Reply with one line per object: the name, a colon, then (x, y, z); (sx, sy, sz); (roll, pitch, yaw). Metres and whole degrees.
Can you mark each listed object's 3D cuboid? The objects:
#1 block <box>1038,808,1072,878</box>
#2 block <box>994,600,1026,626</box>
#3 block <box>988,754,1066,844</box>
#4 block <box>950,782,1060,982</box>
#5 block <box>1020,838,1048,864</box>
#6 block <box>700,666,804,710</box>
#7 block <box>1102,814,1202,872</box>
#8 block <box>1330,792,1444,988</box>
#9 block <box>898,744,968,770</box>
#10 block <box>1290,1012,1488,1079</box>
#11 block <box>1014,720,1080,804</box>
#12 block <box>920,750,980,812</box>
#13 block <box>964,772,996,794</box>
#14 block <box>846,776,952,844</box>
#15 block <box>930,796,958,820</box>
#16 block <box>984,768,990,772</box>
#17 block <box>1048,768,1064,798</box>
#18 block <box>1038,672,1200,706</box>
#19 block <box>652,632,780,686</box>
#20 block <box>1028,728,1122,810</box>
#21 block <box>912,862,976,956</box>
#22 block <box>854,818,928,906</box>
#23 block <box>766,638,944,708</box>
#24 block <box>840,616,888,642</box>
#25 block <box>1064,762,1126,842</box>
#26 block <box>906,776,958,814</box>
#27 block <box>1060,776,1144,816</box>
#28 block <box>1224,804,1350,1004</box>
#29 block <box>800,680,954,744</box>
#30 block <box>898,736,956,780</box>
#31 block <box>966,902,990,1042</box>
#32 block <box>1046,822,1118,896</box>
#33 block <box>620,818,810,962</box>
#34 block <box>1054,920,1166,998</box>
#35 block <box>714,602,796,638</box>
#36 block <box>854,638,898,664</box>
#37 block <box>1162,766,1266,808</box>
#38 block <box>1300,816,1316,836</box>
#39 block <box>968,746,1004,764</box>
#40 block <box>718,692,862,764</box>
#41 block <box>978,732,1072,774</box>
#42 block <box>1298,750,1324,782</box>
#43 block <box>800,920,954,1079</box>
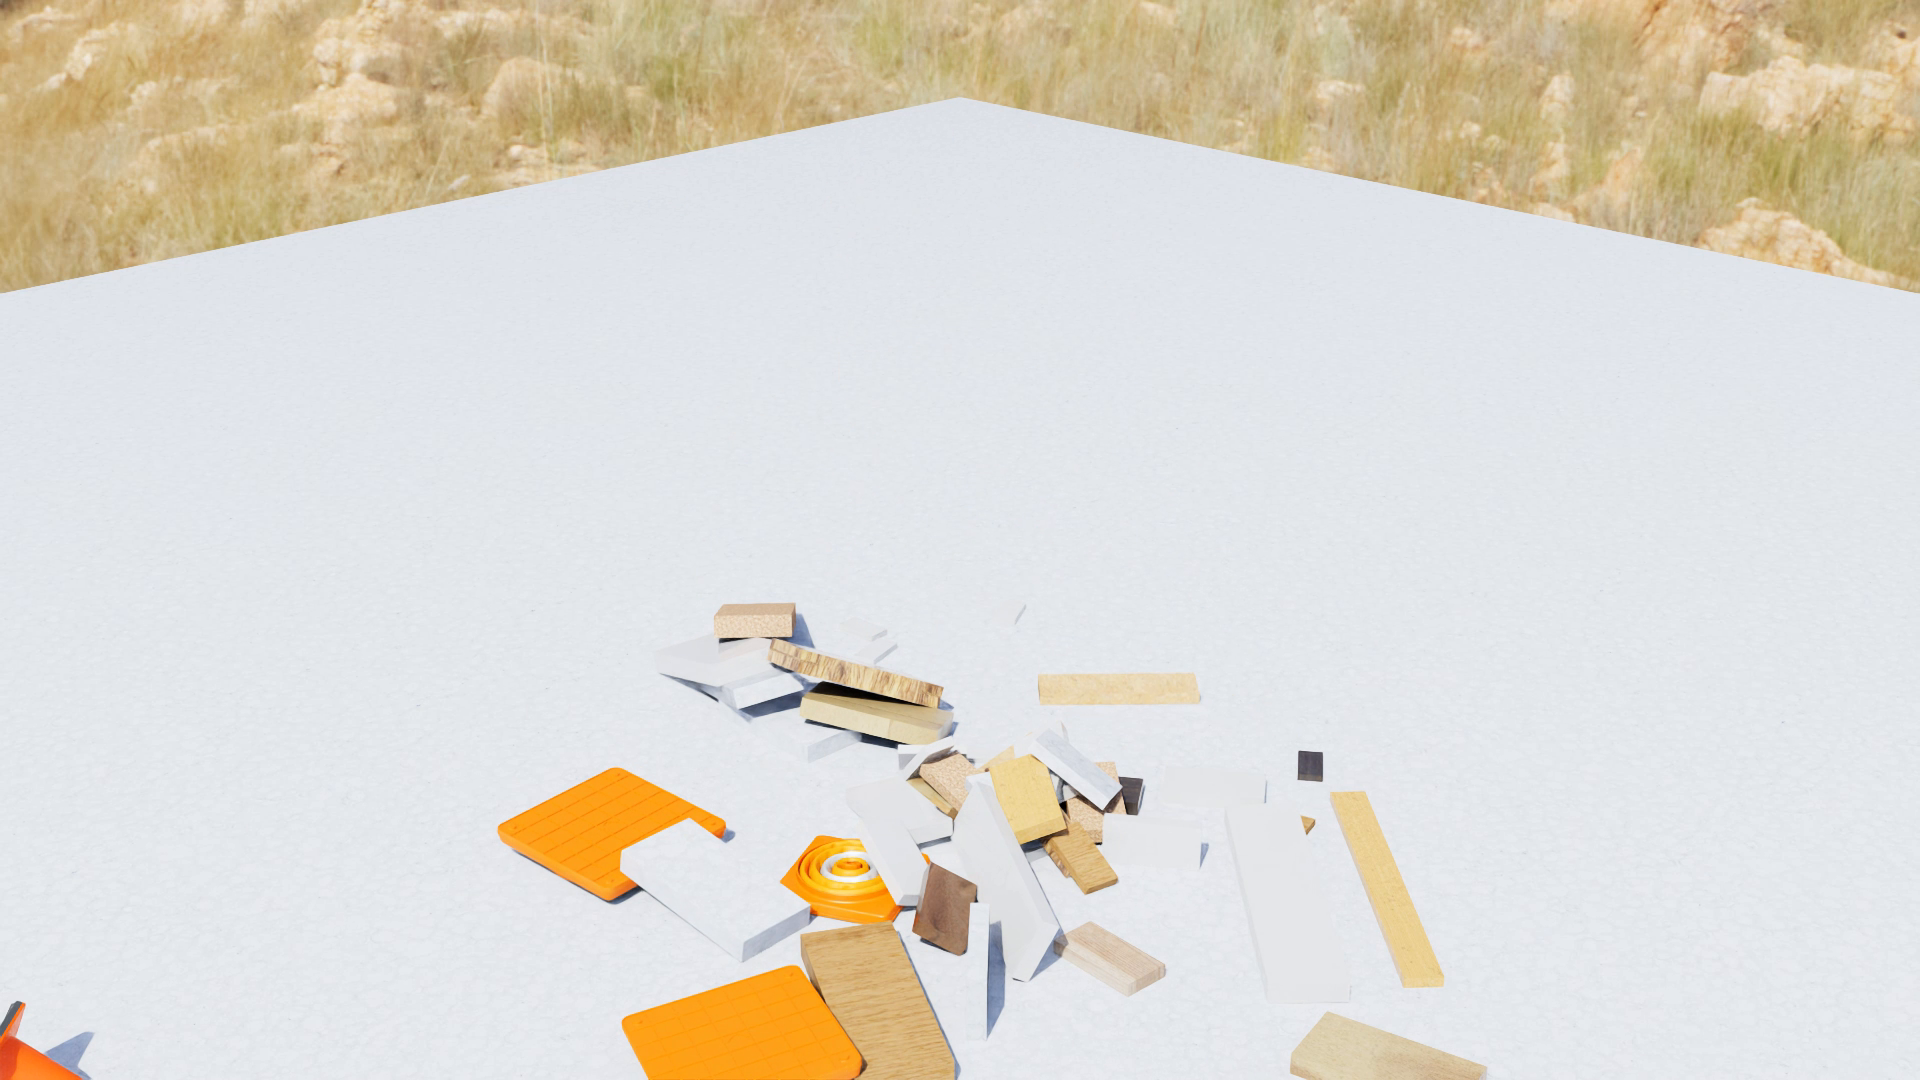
block: (0.198, 0.583, 4.272); (0.073, 0.021, 0.146); (-18, 56, -32)
block: (0.121, 0.177, 5.325); (0.053, 0.015, 0.106); (7, 24, 15)
block: (0.131, 0.503, 4.299); (0.112, 0.032, 0.223); (-19, 30, 1)
block: (0.076, 0.630, 4.117); (0.034, 0.122, 0.515); (22, 16, -21)
block: (0.108, 0.565, 4.352); (0.094, 0.027, 0.188); (-16, 38, -34)
block: (-0.465, 0.309, 4.846); (0.151, 0.043, 0.302); (-16, 10, -20)
block: (0.372, 0.586, 4.260); (0.189, 0.095, 0.027); (4, 23, 10)
block: (0.807, 0.653, 4.195); (0.072, 0.020, 0.665); (-1, 23, -2)
block: (-0.057, 0.455, 4.598); (0.143, 0.072, 0.020); (0, 56, 0)
block: (0.709, 0.878, 3.640); (0.286, 0.041, 0.143); (14, 27, 30)
block: (0.174, 0.465, 4.491); (0.112, 0.032, 0.223); (-27, 28, 11)
block: (0.014, 0.507, 4.469); (0.094, 0.027, 0.188); (-19, 45, -36)
block: (0.095, 0.526, 4.363); (0.094, 0.027, 0.188); (-10, 35, -27)
block: (-0.124, 0.544, 4.405); (0.121, 0.034, 0.243); (-11, 20, -25)
block: (-0.020, 0.542, 4.372); (0.048, 0.095, 0.014); (35, 83, 33)
block: (0.086, 0.506, 4.506); (0.014, 0.048, 0.095); (-18, 29, -35)
block: (0.167, 0.479, 4.384); (0.073, 0.021, 0.146); (-10, 26, 17)
block: (0.354, 0.334, 4.937); (0.355, 0.028, 0.099); (0, 23, -1)
block: (-0.540, 0.264, 4.930); (0.174, 0.049, 0.347); (-17, 10, -28)
block: (0.229, 0.454, 4.371); (0.189, 0.027, 0.094); (38, 20, 9)
block: (-0.028, 0.680, 4.062); (0.099, 0.028, 0.199); (28, 24, -7)
block: (-0.115, 0.609, 4.166); (0.099, 0.028, 0.199); (8, 34, -39)
block: (-0.228, 0.290, 4.782); (0.347, 0.049, 0.174); (17, -2, -27)
block: (-0.231, 0.213, 5.240); (0.106, 0.015, 0.053); (19, 29, 37)
block: (0.269, 0.526, 4.416); (0.112, 0.032, 0.223); (-3, 30, -3)
block: (-0.043, 0.521, 4.506); (0.072, 0.020, 0.143); (-18, 29, -36)
block: (0.267, 0.517, 4.504); (0.207, 0.029, 0.104); (4, 23, 10)
block: (0.604, 0.668, 4.113); (0.143, 0.041, 0.600); (-1, 24, -1)
block: (-0.178, 0.376, 4.731); (0.302, 0.043, 0.151); (13, 13, 11)
block: (-0.070, 0.455, 4.531); (0.072, 0.143, 0.020); (-17, 68, -35)
block: (0.032, 0.751, 3.835); (0.034, 0.122, 0.243); (1, 23, 2)
block: (0.234, 0.610, 4.223); (0.073, 0.021, 0.146); (-14, 51, -30)
block: (-0.458, 0.648, 4.099); (0.337, 0.048, 0.169); (29, 35, 33)
block: (0.267, 0.752, 3.954); (0.095, 0.027, 0.189); (-19, 30, -38)
block: (-0.473, 0.185, 5.112); (0.174, 0.049, 0.347); (-1, 3, -3)
block: (-0.196, 0.260, 5.128); (0.053, 0.015, 0.106); (12, 26, 27)
block: (0.522, 0.511, 4.520); (0.207, 0.029, 0.103); (4, 23, 9)
block: (0.664, 0.578, 4.379); (0.052, 0.015, 0.104); (13, 26, 27)
block: (0.044, 0.456, 4.668); (0.095, 0.014, 0.048); (2, 23, 5)
block: (-0.371, 0.391, 4.785); (0.151, 0.043, 0.302); (-20, 30, -39)
block: (0.135, 0.469, 4.617); (0.103, 0.029, 0.207); (15, 27, 32)
block: (0.736, 0.475, 4.622); (0.052, 0.015, 0.104); (3, 23, 8)
block: (-0.149, 0.806, 3.800); (0.169, 0.048, 0.437); (-6, 24, -14)
